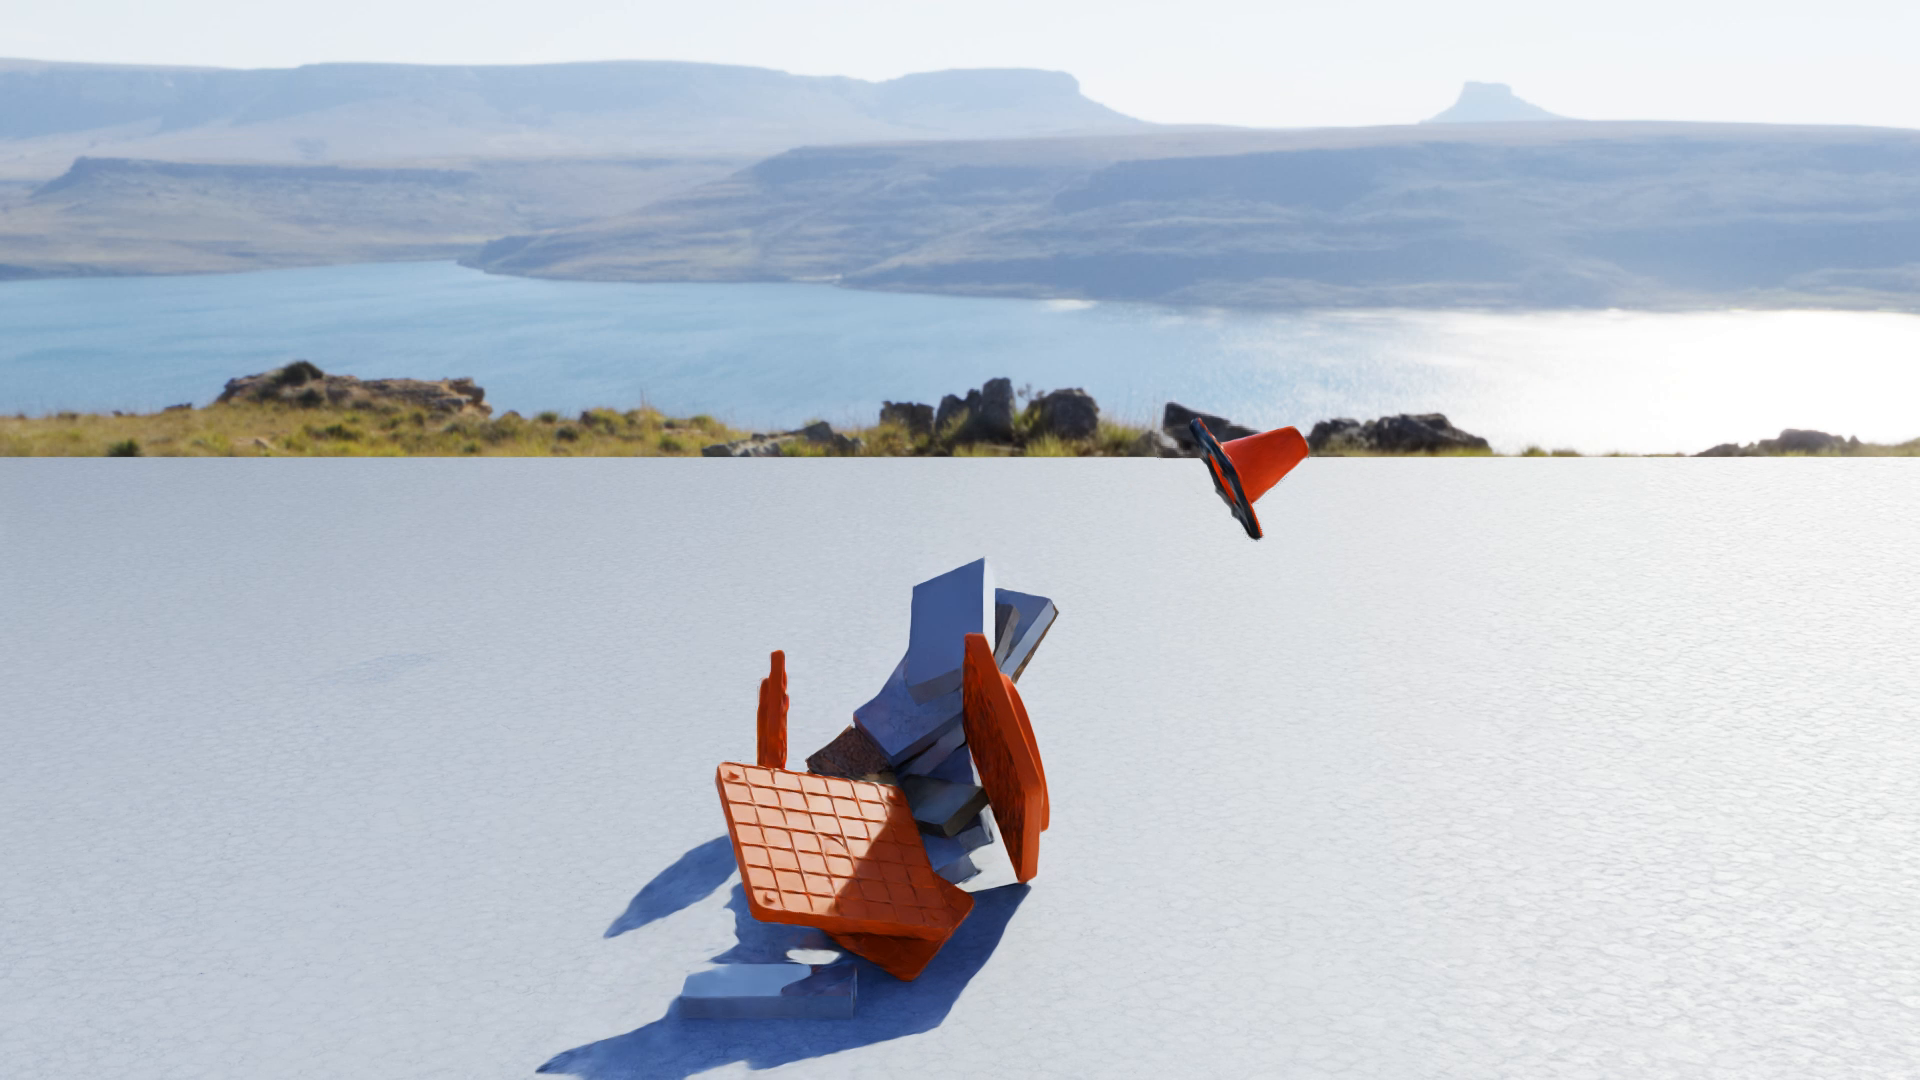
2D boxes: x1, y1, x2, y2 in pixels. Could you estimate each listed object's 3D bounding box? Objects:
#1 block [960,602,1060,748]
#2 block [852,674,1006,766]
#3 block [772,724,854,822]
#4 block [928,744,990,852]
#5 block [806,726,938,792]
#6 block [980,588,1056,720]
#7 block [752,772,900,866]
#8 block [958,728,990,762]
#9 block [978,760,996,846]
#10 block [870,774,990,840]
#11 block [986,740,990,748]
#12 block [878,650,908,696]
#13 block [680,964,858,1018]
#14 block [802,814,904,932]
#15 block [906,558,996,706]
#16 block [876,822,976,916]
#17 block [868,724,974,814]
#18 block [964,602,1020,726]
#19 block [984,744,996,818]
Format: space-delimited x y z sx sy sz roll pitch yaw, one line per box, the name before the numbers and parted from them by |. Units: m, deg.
block | 0.044 0.246 4.208 0.148 0.042 0.356 2 44 37
block | -0.054 0.289 3.882 0.243 0.034 0.121 -31 54 -20
block | -0.239 0.435 3.941 0.029 0.208 0.104 44 -3 -31
block | -0.030 0.471 3.870 0.140 0.040 0.281 -24 23 6
block | -0.156 0.372 3.871 0.208 0.029 0.104 -32 55 -17
block | 0.043 0.208 4.139 0.148 0.042 0.296 11 45 31
block | -0.228 0.475 3.747 0.248 0.035 0.124 -38 -22 30
block | -0.008 0.380 4.147 0.114 0.032 0.229 -12 26 14
block | -0.001 0.481 3.928 0.114 0.032 0.229 -16 24 5
block | -0.053 0.450 3.733 0.104 0.029 0.208 -39 24 -30
block | 0.024 0.402 4.347 0.053 0.015 0.106 -1 -8 9
block | -0.109 0.305 3.993 0.034 0.243 0.121 42 -15 -31
block | -0.277 0.658 3.209 0.248 0.035 0.124 0 11 0
block | -0.177 0.542 3.597 0.124 0.035 0.248 -16 26 -5
block | -0.014 0.159 3.895 0.148 0.042 0.296 -23 32 17
block | -0.080 0.522 3.696 0.140 0.040 0.281 -29 21 -7
block | -0.118 0.408 3.990 0.281 0.040 0.140 -40 28 -30
block | 0.013 0.223 4.042 0.122 0.034 0.243 5 56 28
block | 0.002 0.452 4.069 0.114 0.032 0.229 -15 24 4
